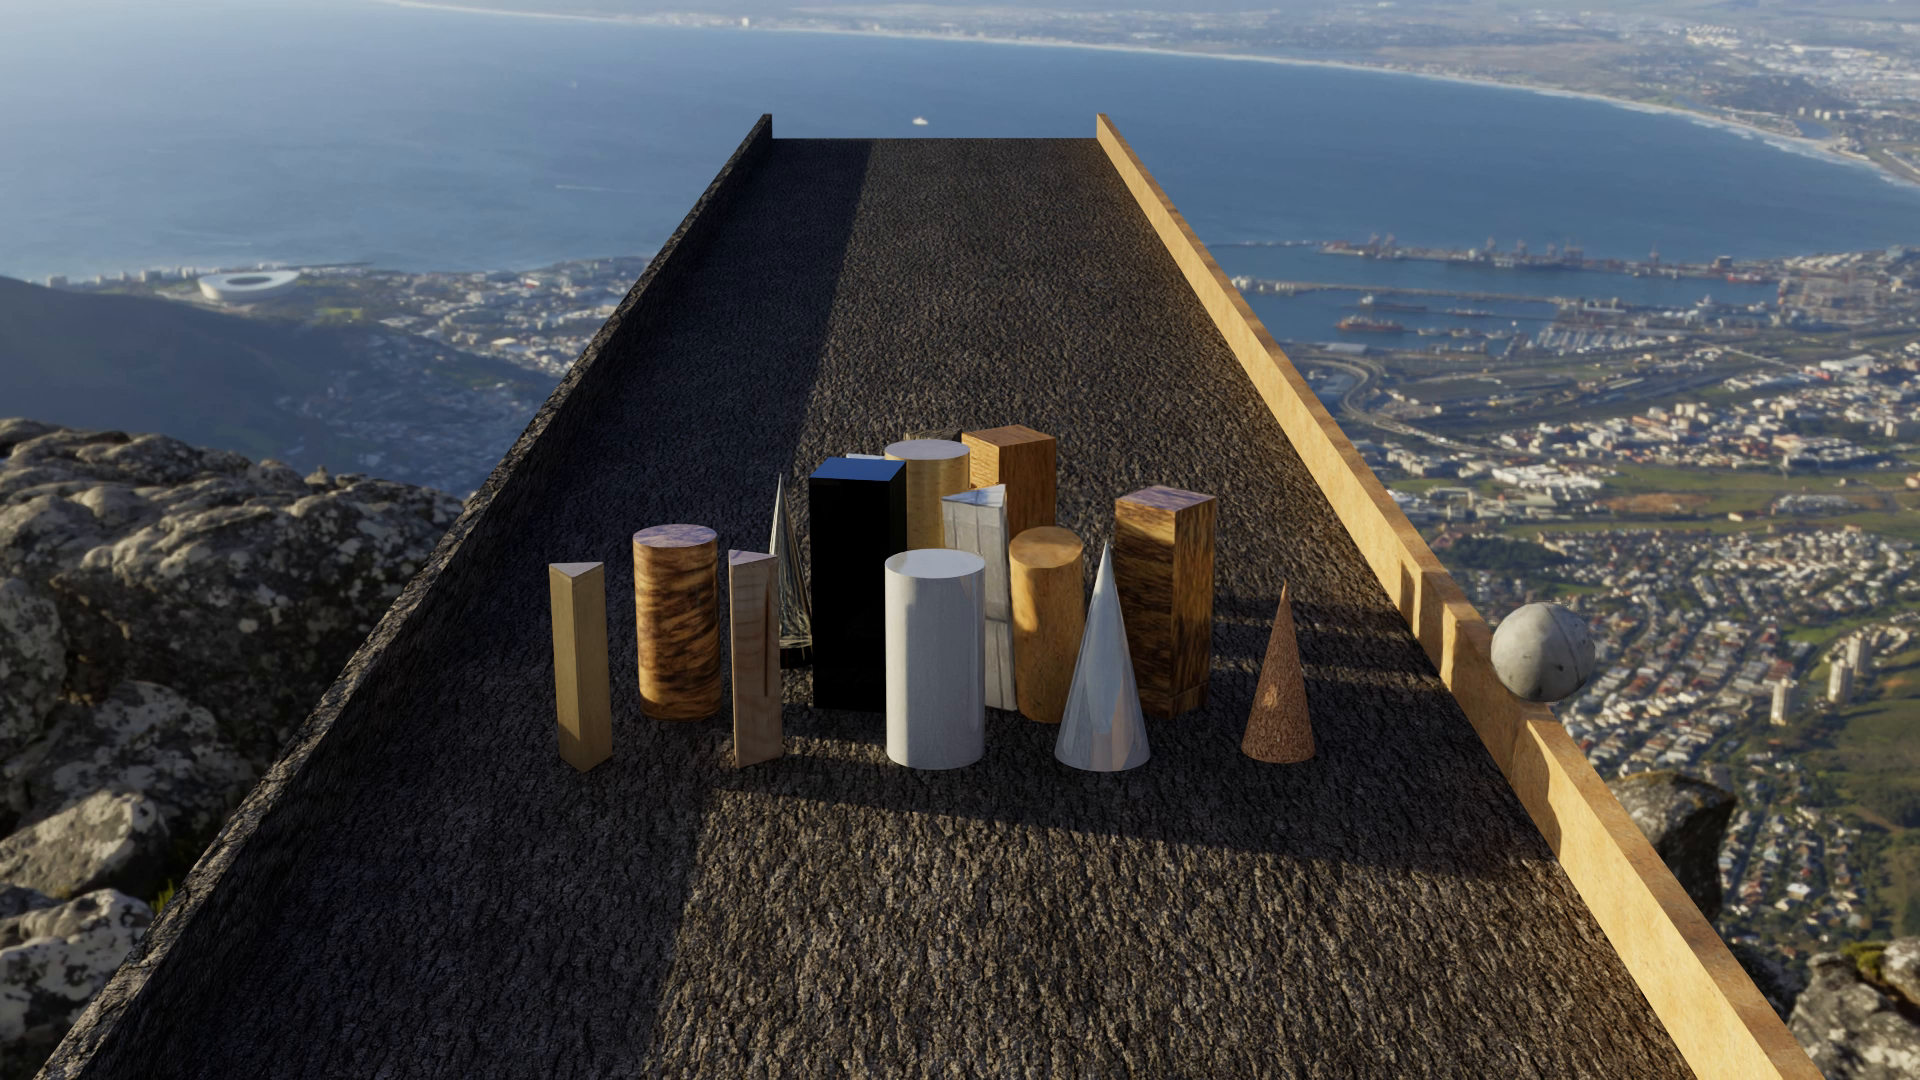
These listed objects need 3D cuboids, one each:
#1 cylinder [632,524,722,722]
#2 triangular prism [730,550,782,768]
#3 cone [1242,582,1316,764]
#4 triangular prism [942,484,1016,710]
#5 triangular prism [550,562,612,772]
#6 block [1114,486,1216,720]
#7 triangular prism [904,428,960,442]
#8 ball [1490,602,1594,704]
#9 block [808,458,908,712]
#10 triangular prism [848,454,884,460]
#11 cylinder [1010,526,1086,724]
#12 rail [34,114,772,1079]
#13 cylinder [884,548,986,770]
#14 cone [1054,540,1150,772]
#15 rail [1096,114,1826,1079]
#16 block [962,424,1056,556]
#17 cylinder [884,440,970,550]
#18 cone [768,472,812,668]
[{"bbox_3d":[-0.527,0.154,4.113,0.154,0.339,0.154,0,17,0],"label":"cylinder"},{"bbox_3d":[-0.379,0.205,3.882,0.094,0.373,0.082,-12,21,-36],"label":"triangular prism"},{"bbox_3d":[0.573,0.222,3.914,0.133,0.322,0.133,0,17,0],"label":"cone"},{"bbox_3d":[0.066,0.104,4.143,0.130,0.406,0.113,9,24,33],"label":"triangular prism"},{"bbox_3d":[-0.655,0.218,3.863,0.080,0.360,0.093,-12,20,-34],"label":"triangular prism"},{"bbox_3d":[0.381,0.116,4.126,0.133,0.404,0.133,14,21,38],"label":"block"},{"bbox_3d":[-0.037,-0.075,4.887,0.131,0.338,0.114,14,22,39],"label":"triangular prism"},{"bbox_3d":[0.979,0.189,3.694,0.169,0.169,0.169,0,17,0],"label":"ball"},{"bbox_3d":[-0.189,0.084,4.152,0.151,0.451,0.151,3,17,10],"label":"block"},{"bbox_3d":[-0.211,-0.009,4.655,0.091,0.343,0.079,-14,22,-40],"label":"triangular prism"},{"bbox_3d":[0.163,0.158,4.035,0.132,0.353,0.132,-3,35,2],"label":"cylinder"},{"bbox_3d":[-1.118,-0.838,7.780,0.050,0.150,12.000,0,17,-1],"label":"rail"},{"bbox_3d":[-0.043,0.210,3.901,0.176,0.353,0.176,0,17,0],"label":"cylinder"},{"bbox_3d":[0.255,0.189,3.885,0.172,0.403,0.172,0,17,0],"label":"cone"},{"bbox_3d":[0.932,-0.844,7.801,0.050,0.150,12.000,0,17,-1],"label":"rail"},{"bbox_3d":[0.101,-0.025,4.610,0.141,0.400,0.141,-10,19,-31],"label":"block"},{"bbox_3d":[-0.064,0.028,4.378,0.168,0.430,0.168,0,17,0],"label":"cylinder"},{"bbox_3d":[-0.352,0.049,4.379,0.143,0.389,0.143,0,17,0],"label":"cone"}]
